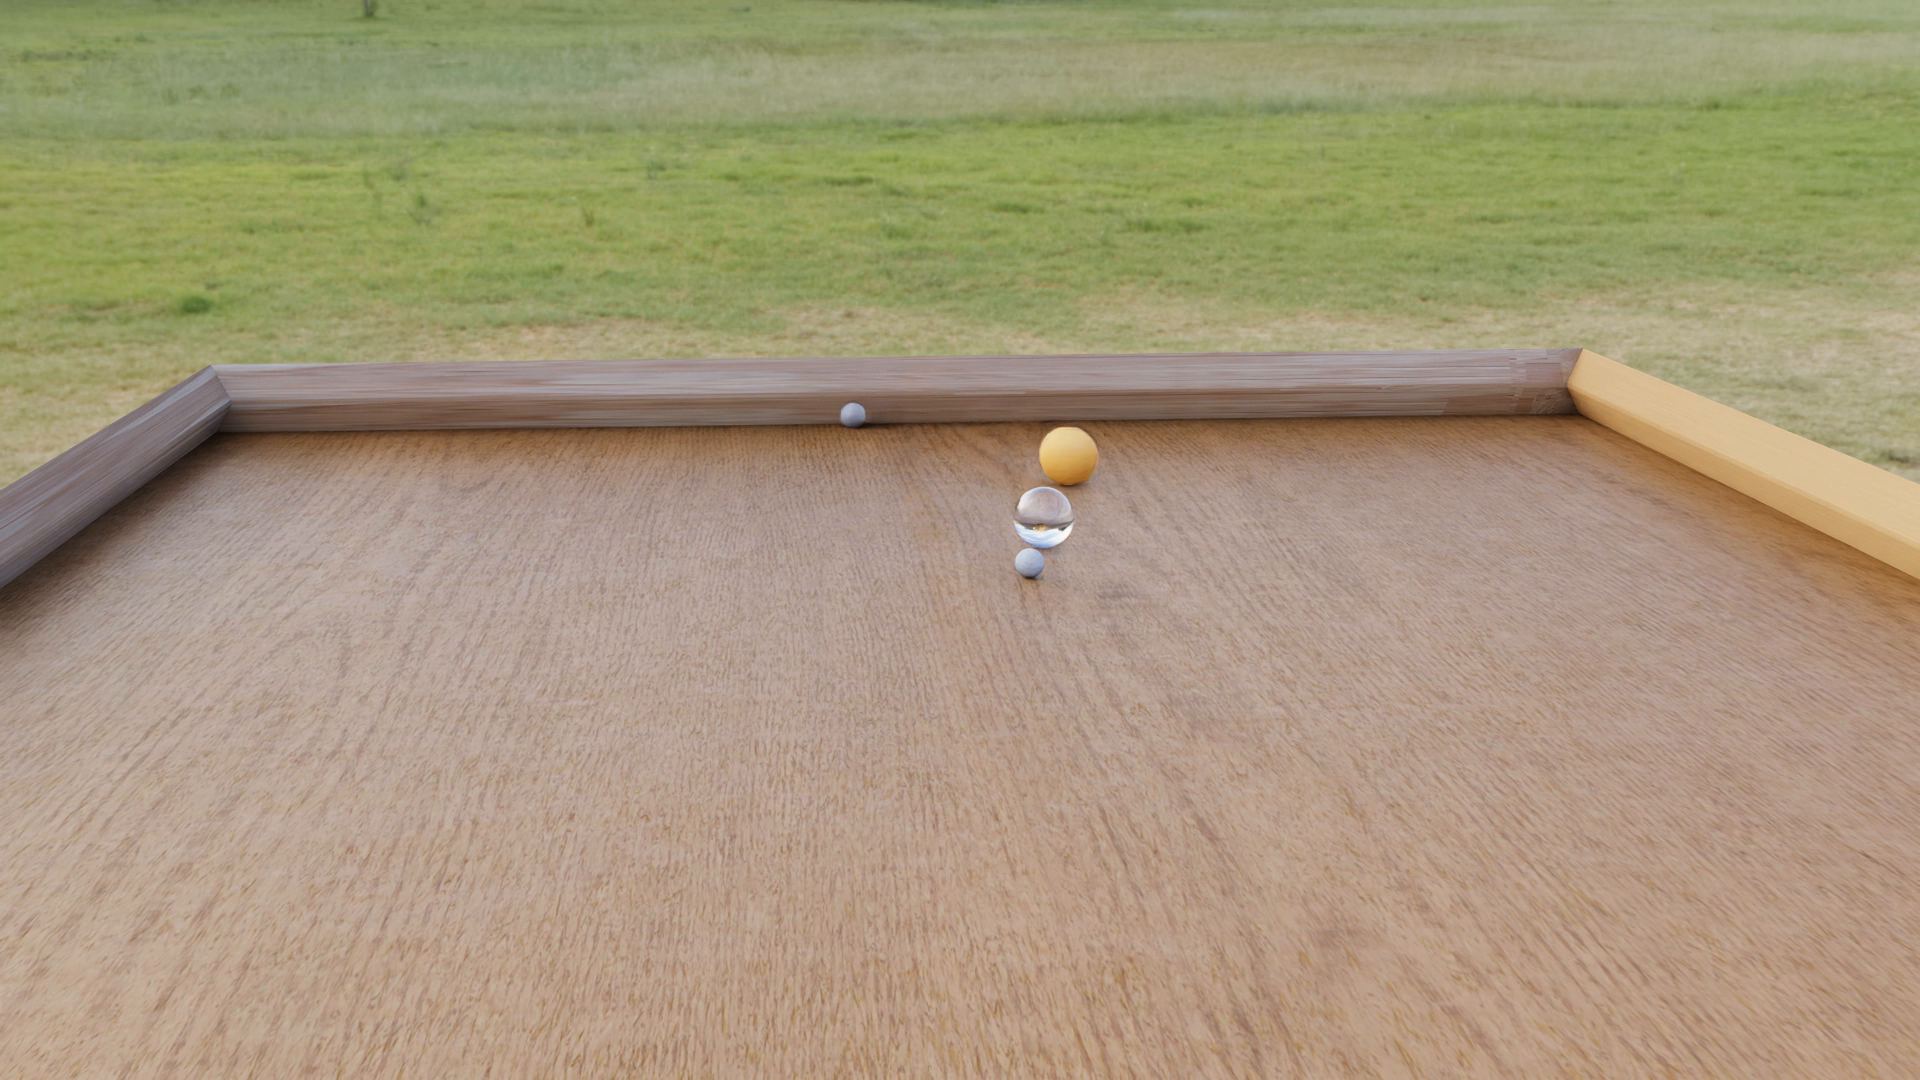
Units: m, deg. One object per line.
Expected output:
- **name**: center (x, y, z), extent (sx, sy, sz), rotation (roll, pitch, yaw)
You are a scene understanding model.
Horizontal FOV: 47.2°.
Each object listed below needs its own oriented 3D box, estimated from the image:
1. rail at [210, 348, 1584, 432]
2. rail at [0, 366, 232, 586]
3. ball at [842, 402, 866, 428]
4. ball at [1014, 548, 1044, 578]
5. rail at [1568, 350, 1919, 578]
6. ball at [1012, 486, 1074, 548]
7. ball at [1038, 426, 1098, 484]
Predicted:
- **rail**: center (-0.086, -0.280, 4.139), extent (2.595, 0.125, 0.045), rotation (-1, 13, -4)
- **rail**: center (-1.182, 0.242, 1.919), extent (0.045, 0.125, 4.420), rotation (-1, 13, -4)
- **ball**: center (-0.199, -0.233, 4.114), extent (0.048, 0.048, 0.048), rotation (0, 13, 0)
- **ball**: center (0.095, 0.031, 3.004), extent (0.040, 0.040, 0.040), rotation (0, 13, 0)
- **rail**: center (1.358, 0.196, 2.116), extent (0.045, 0.125, 4.420), rotation (-1, 13, -4)
- **ball**: center (0.121, -0.033, 3.170), extent (0.089, 0.089, 0.089), rotation (0, 13, 0)
- **ball**: center (0.177, -0.138, 3.605), extent (0.096, 0.096, 0.096), rotation (0, 13, 0)
